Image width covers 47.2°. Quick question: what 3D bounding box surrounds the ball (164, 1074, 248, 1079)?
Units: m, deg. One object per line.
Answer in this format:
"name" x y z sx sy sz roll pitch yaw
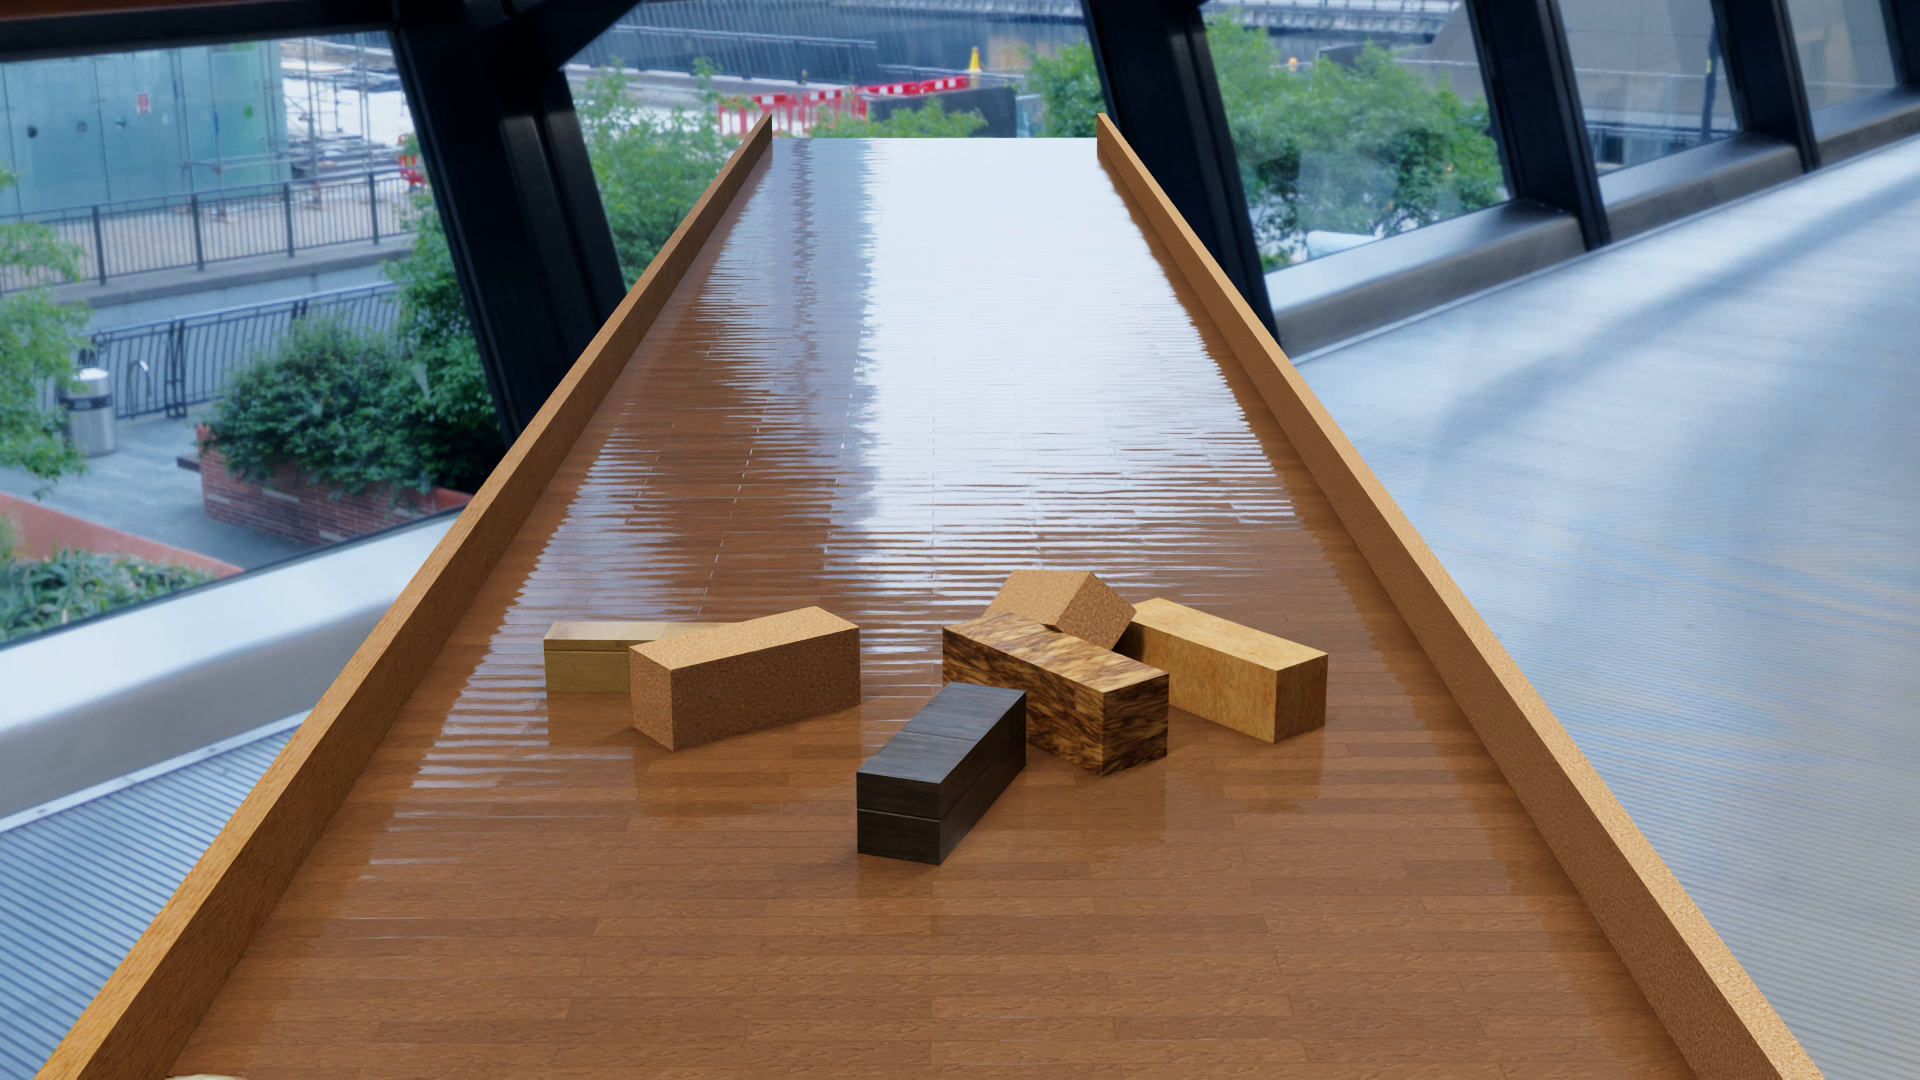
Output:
"ball" -0.777 0.715 2.229 0.338 0.338 0.338 0 17 0

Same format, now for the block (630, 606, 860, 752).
"block" -0.397 0.254 4.102 0.403 0.155 0.155 -12 20 -34

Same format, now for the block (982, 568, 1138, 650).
"block" 0.189 0.145 4.282 0.124 0.124 0.349 39 -14 -18

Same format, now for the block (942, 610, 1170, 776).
"block" 0.169 0.275 4.028 0.157 0.157 0.448 -13 21 -37

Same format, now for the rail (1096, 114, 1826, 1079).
"rail" 0.932 -0.844 7.801 0.050 0.150 12.000 0 17 -1

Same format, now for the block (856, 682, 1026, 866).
"block" -0.024 0.383 3.691 0.141 0.141 0.442 6 18 19

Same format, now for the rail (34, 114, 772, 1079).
"rail" -1.118 -0.838 7.780 0.050 0.150 12.000 0 17 -1

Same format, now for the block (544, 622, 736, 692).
"block" -0.615 0.227 4.275 0.364 0.107 0.107 0 17 1

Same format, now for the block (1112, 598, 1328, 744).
"block" 0.480 0.242 4.168 0.141 0.141 0.437 -14 21 -38
